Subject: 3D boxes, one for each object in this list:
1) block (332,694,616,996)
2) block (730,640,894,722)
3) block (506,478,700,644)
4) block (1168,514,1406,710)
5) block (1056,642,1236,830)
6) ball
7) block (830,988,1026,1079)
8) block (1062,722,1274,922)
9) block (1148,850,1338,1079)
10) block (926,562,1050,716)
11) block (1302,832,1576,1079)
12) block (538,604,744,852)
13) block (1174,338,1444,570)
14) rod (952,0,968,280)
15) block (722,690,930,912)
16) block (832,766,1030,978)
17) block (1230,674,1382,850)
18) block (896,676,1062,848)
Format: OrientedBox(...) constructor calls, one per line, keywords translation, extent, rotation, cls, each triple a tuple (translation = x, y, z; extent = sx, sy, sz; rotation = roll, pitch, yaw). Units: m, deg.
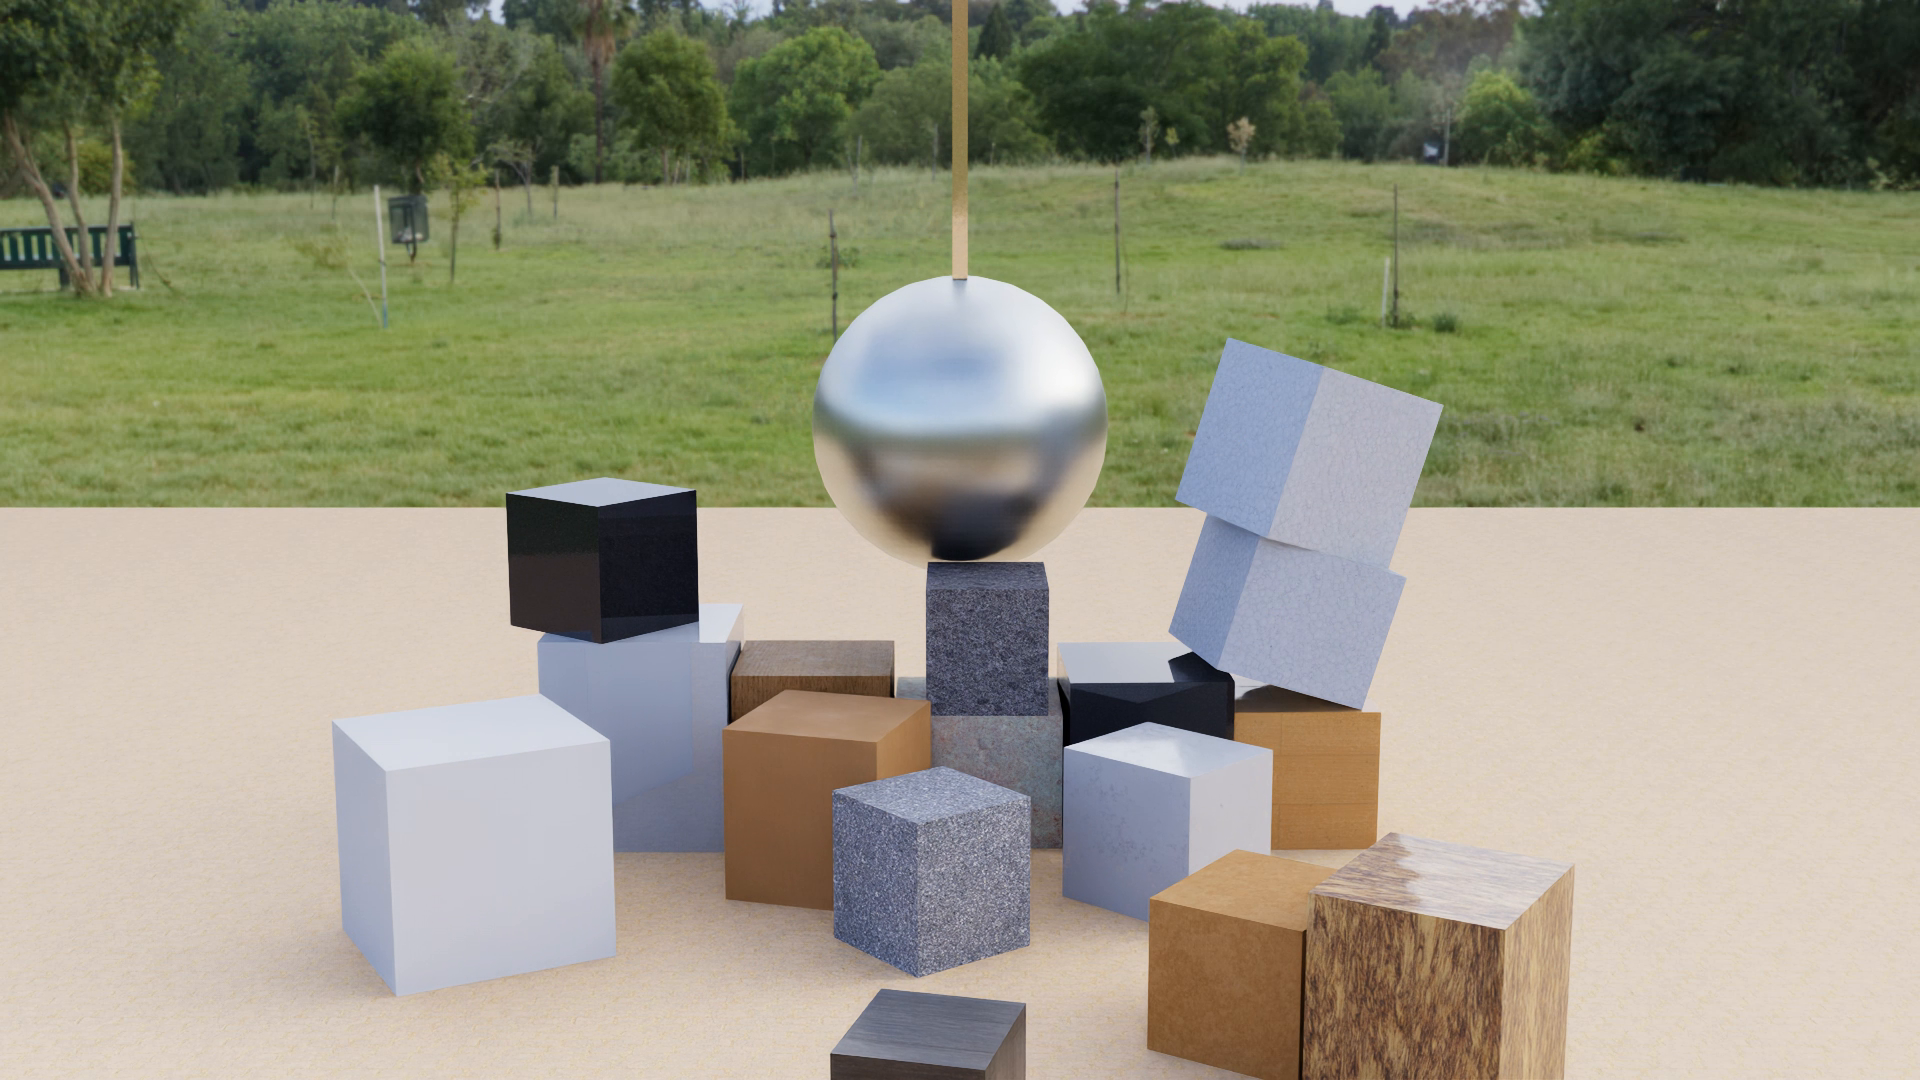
OrientedBox(translation=(-2.142, 1.306, 9.668), extent=(0.961, 0.972, 0.921), rotation=(-6, 12, -29), cls="block")
OrientedBox(translation=(-0.743, 1.038, 11.388), extent=(0.791, 0.882, 0.790), rotation=(0, 10, 0), cls="block")
OrientedBox(translation=(-1.811, 0.090, 11.164), extent=(0.679, 0.682, 0.668), rotation=(8, 13, 38), cls="block")
OrientedBox(translation=(1.652, 0.336, 11.225), extent=(0.797, 0.696, 0.846), rotation=(16, 7, -13), cls="block")
OrientedBox(translation=(0.935, 1.052, 11.333), extent=(0.812, 0.875, 0.885), rotation=(0, 10, -2), cls="block")
OrientedBox(translation=(0.000, -0.619, 11.841), extent=(1.600, 1.600, 1.600), rotation=(0, 10, 0), cls="ball")
OrientedBox(translation=(-0.100, 1.920, 7.551), extent=(0.531, 0.521, 0.586), rotation=(3, 11, 15), cls="block")
OrientedBox(translation=(0.966, 1.324, 10.263), extent=(0.735, 0.724, 0.630), rotation=(9, 14, 42), cls="block")
OrientedBox(translation=(1.205, 1.667, 8.668), extent=(0.648, 0.618, 0.729), rotation=(7, 12, 34), cls="block")
OrientedBox(translation=(0.135, 0.494, 11.225), extent=(0.607, 0.641, 0.721), rotation=(0, 10, 0), cls="block")
OrientedBox(translation=(1.762, 1.652, 8.080), extent=(0.720, 0.859, 0.819), rotation=(6, 12, 31), cls="block")
OrientedBox(translation=(-1.614, 0.949, 11.344), extent=(0.924, 1.074, 0.926), rotation=(0, 10, 0), cls="block")
OrientedBox(translation=(1.749, -0.438, 11.066), extent=(0.817, 0.864, 0.772), rotation=(13, 8, -33), cls="block")
OrientedBox(translation=(0.000, -3.860, 10.814), extent=(0.080, 5.200, 0.080), rotation=(0, 18, 0), cls="rod")
OrientedBox(translation=(-0.620, 1.232, 10.490), extent=(0.757, 0.823, 0.786), rotation=(3, 11, 17), cls="block")
OrientedBox(translation=(-0.127, 1.447, 9.701), extent=(0.621, 0.682, 0.619), rotation=(-8, 13, -38), cls="block")
OrientedBox(translation=(1.714, 1.131, 11.367), extent=(0.735, 0.709, 0.820), rotation=(0, 10, -1), cls="block")
OrientedBox(translation=(0.090, 1.139, 11.384), extent=(0.842, 0.686, 0.817), rotation=(0, 10, 0), cls="block")
